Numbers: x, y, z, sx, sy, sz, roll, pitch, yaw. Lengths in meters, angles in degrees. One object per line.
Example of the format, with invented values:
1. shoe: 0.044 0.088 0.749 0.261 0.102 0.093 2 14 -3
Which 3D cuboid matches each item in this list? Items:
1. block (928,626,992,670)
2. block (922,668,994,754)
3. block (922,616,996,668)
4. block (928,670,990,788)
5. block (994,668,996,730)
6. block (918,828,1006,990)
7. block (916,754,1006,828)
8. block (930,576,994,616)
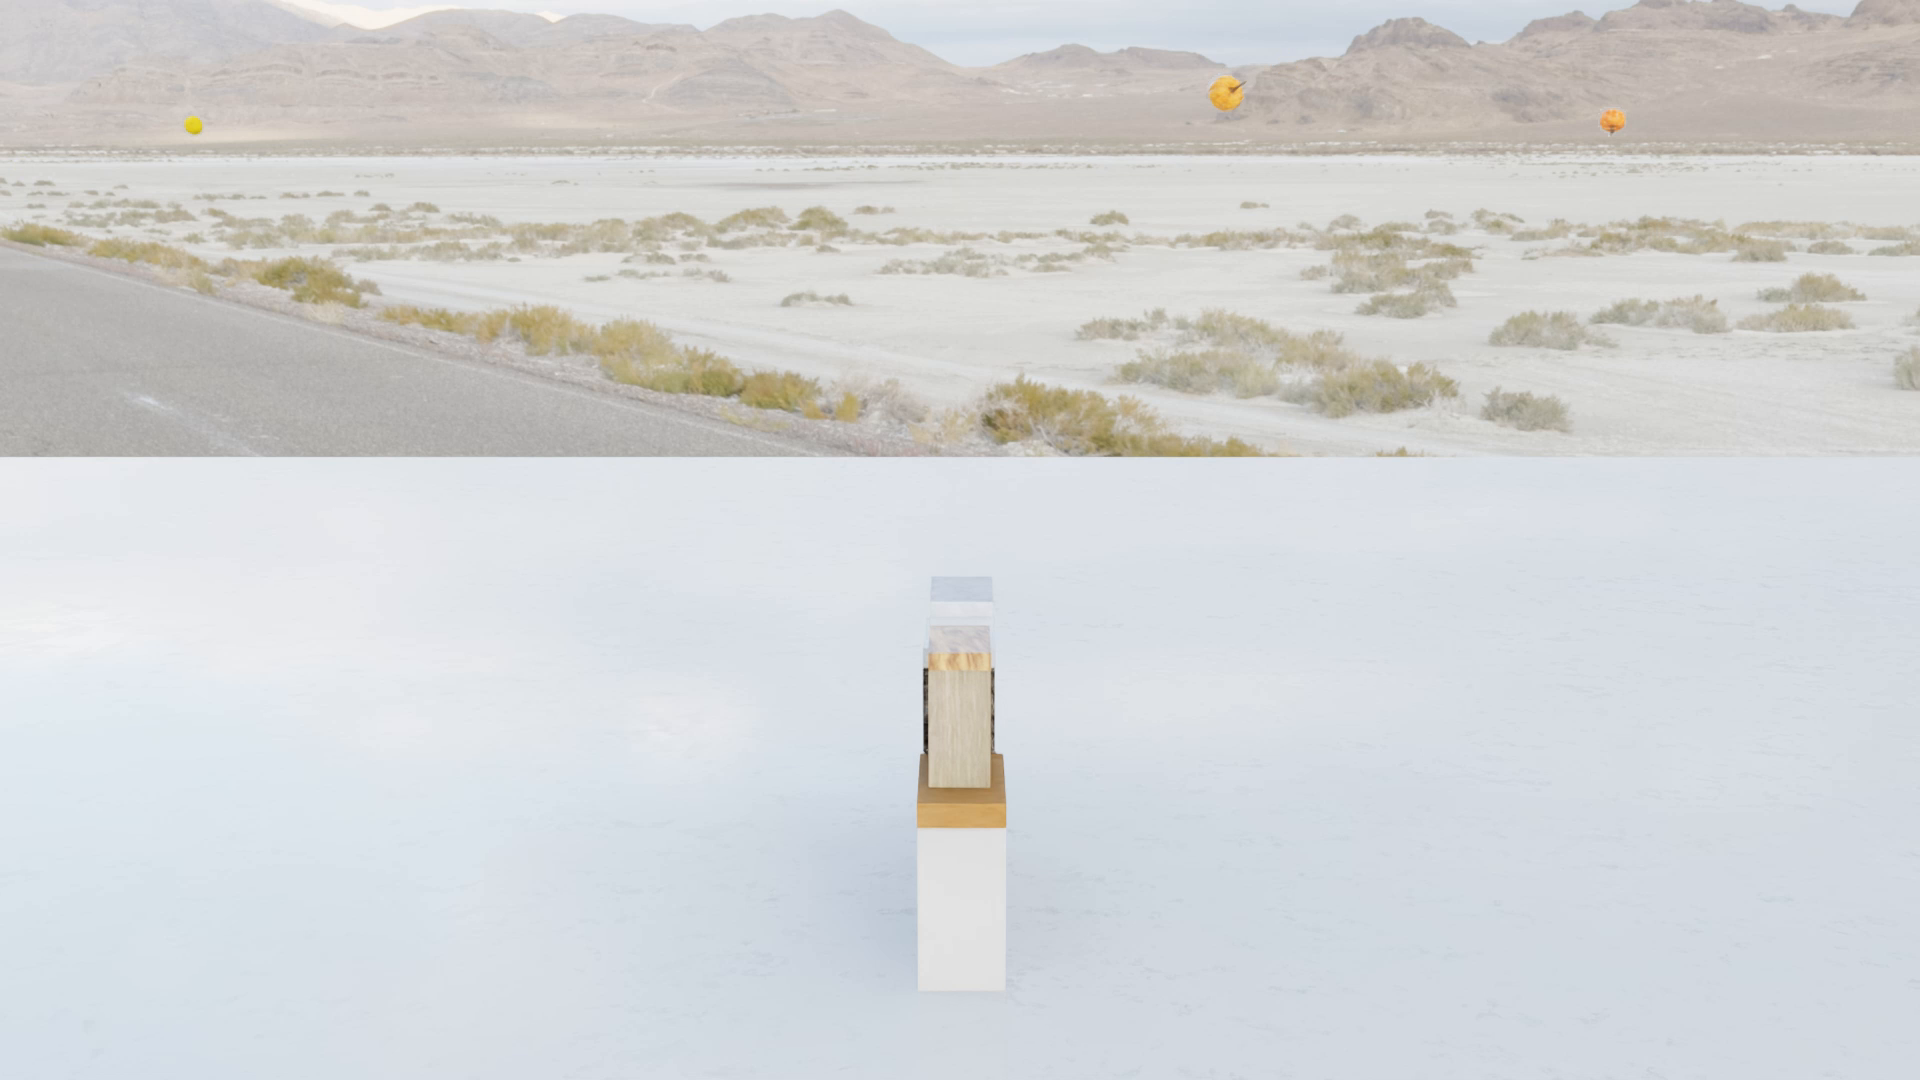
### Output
1. block: -0.001 0.160 3.290 0.091 0.026 0.183 0 11 0
2. block: -0.002 0.345 3.460 0.112 0.315 0.032 0 11 0
3. block: 0.000 0.162 3.502 0.112 0.032 0.224 0 10 1
4. block: -0.001 0.274 3.249 0.091 0.183 0.026 0 11 0
5. block: 0.001 0.274 3.599 0.112 0.224 0.032 0 11 0
6. block: 0.002 0.536 3.248 0.130 0.259 0.037 0 11 0
7. block: 0.002 0.375 3.306 0.130 0.037 0.259 0 11 0
8. block: 0.003 0.097 3.715 0.104 0.029 0.208 0 11 0
